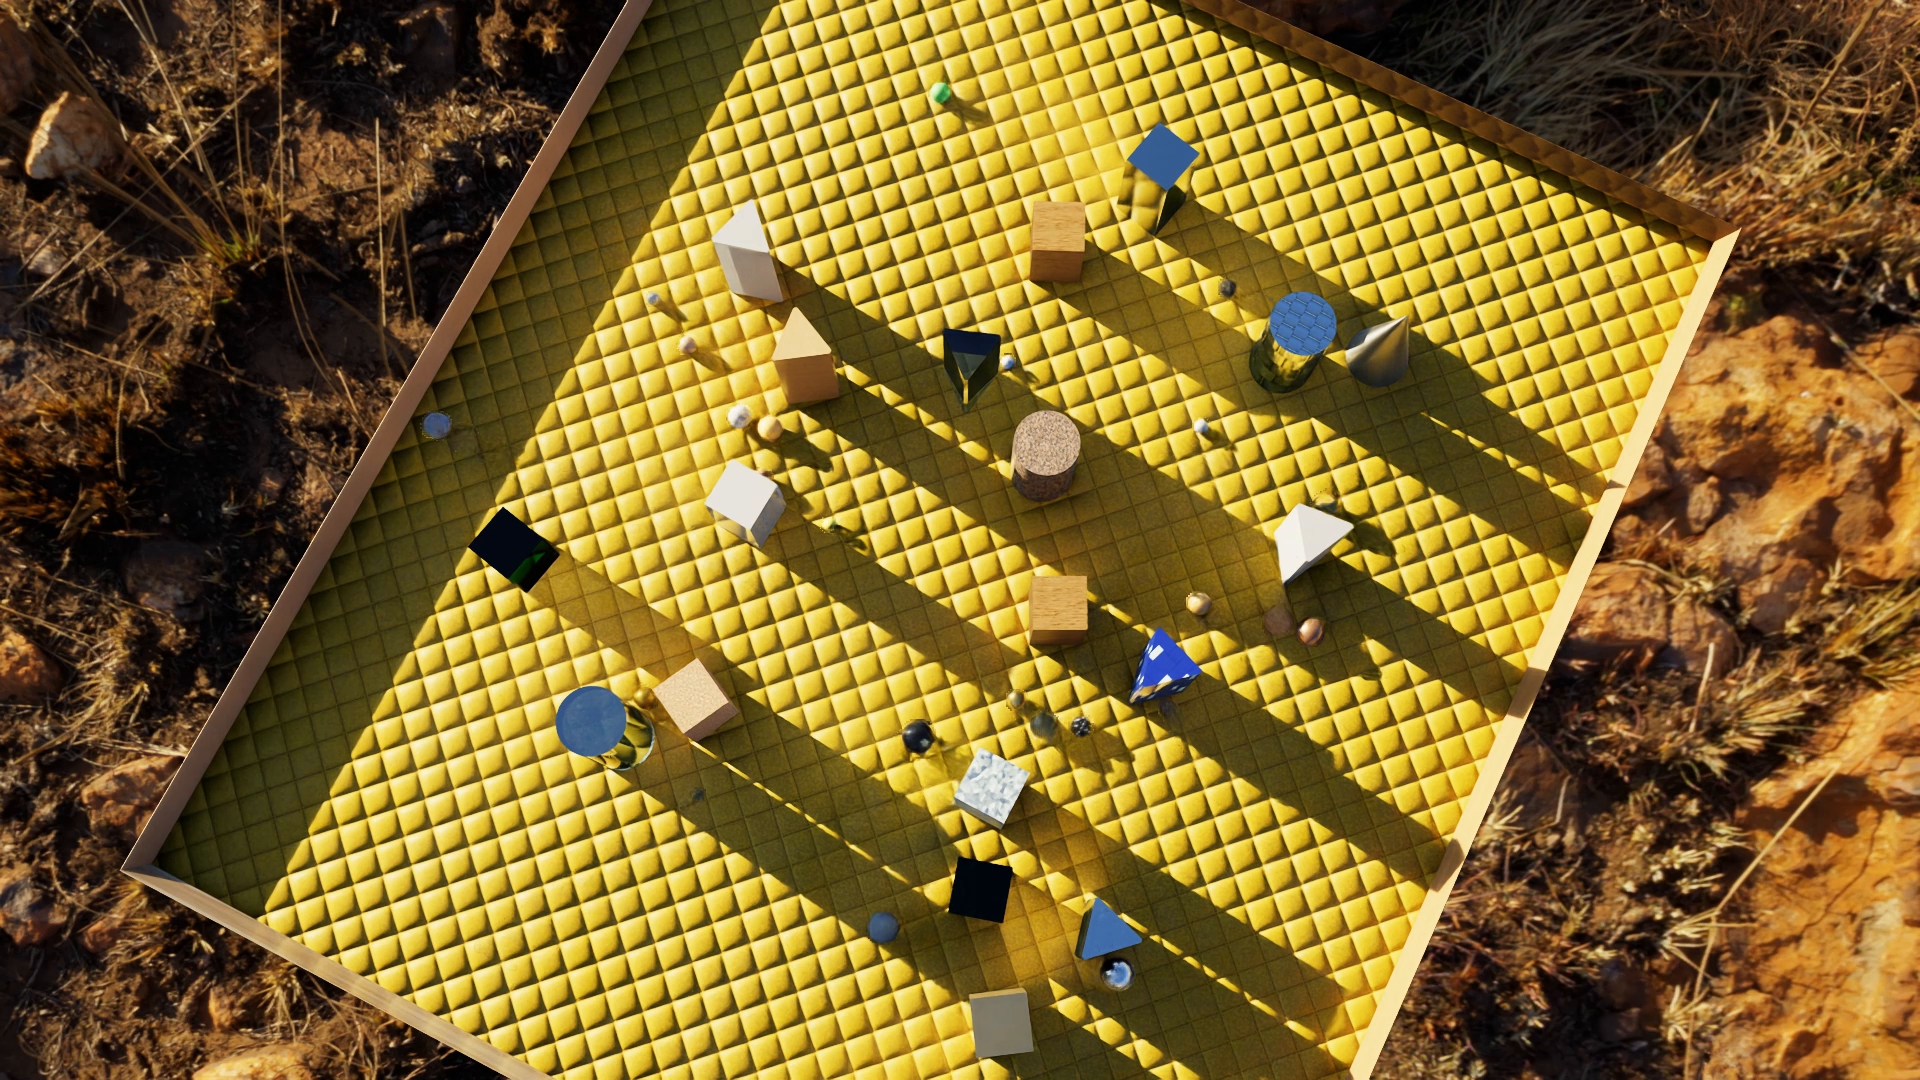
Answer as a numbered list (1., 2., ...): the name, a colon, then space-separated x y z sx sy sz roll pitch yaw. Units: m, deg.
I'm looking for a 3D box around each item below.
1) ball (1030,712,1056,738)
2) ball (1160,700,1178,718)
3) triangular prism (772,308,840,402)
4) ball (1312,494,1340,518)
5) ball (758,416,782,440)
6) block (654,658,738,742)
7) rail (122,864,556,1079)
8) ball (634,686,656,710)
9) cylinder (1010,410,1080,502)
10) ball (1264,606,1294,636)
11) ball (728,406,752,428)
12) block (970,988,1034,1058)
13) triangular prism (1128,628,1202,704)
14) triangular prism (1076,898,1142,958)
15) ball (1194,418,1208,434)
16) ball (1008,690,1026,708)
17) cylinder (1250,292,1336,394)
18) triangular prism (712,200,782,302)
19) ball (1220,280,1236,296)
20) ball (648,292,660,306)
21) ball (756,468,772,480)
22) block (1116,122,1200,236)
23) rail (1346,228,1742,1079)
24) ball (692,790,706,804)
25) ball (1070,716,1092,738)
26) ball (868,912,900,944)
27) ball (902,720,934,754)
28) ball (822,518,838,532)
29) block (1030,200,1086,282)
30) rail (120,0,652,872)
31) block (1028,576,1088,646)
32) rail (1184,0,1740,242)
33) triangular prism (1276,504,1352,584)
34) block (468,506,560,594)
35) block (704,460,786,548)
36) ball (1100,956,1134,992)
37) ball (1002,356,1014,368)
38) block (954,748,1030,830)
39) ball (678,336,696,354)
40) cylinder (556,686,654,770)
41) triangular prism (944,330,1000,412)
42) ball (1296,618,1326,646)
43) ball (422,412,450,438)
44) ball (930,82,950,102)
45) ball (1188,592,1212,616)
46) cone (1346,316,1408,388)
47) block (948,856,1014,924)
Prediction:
1. ball: 0.247 0.552 5.461 0.081 0.081 0.081 0 78 0
2. ball: 0.625 0.504 5.486 0.052 0.052 0.052 0 78 0
3. triangular prism: -0.466 -0.555 5.500 0.170 0.453 0.147 -8 78 -2
4. ball: 1.117 -0.101 5.594 0.085 0.085 0.085 0 78 0
5. ball: -0.586 -0.345 5.649 0.076 0.076 0.076 0 78 0
6. block: -0.773 0.473 5.381 0.157 0.269 0.157 -35 80 -7
7. rail: -0.867 1.704 5.198 3.462 0.127 0.045 26 80 5
8. ball: -0.941 0.473 5.484 0.067 0.067 0.067 0 78 0
9. cylinder: 0.253 -0.248 5.492 0.196 0.344 0.196 0 78 0
10. ball: 0.959 0.244 5.522 0.087 0.087 0.087 0 78 0
11. ball: -0.680 -0.380 5.659 0.072 0.072 0.072 0 78 0
12. block: 0.113 1.353 5.150 0.157 0.365 0.157 -6 78 -1
13. triangular prism: 0.572 0.360 5.318 0.170 0.440 0.147 -13 79 -3
14. triangular prism: 0.399 1.092 5.218 0.170 0.338 0.147 -16 79 -3
15. ball: 0.746 -0.352 5.666 0.045 0.045 0.045 0 78 0
16. ball: 0.170 0.478 5.489 0.056 0.056 0.056 0 78 0
17. cylinder: 1.002 -0.592 5.539 0.196 0.392 0.196 0 78 0
18. triangular prism: -0.625 -0.884 5.574 0.170 0.442 0.147 12 79 2
19. ball: 0.841 -0.791 5.753 0.053 0.053 0.053 0 78 0
20. ball: -0.961 -0.757 5.752 0.042 0.042 0.042 0 78 0
21. ball: -0.608 -0.188 5.624 0.062 0.062 0.062 0 78 0
22. block: 0.607 -1.107 5.654 0.157 0.376 0.157 39 81 7
23. rail: 1.527 0.755 5.394 0.045 0.127 3.924 26 80 5
24. ball: -0.777 0.761 5.438 0.041 0.041 0.041 0 78 0
25. ball: 0.362 0.557 5.469 0.064 0.064 0.064 0 78 0
26. ball: -0.222 1.129 5.337 0.090 0.090 0.090 0 78 0
27. ball: -0.125 0.587 5.445 0.098 0.098 0.098 0 78 0
28. ball: -0.398 -0.048 5.604 0.044 0.044 0.044 0 78 0
29. block: 0.299 -0.920 5.667 0.157 0.273 0.157 2 78 0
30. rail: -1.527 -0.741 5.704 0.045 0.127 3.924 26 80 5
31. block: 0.288 0.211 5.420 0.157 0.300 0.157 0 78 0
32. rail: 0.867 -1.691 5.900 3.462 0.127 0.045 26 80 5
33. triangular prism: 1.012 -0.008 5.424 0.170 0.381 0.147 -37 81 -7
34. block: -1.332 0.032 5.487 0.157 0.241 0.157 38 81 7
35. block: -0.640 -0.105 5.493 0.157 0.286 0.157 29 80 6
36. ball: 0.454 1.257 5.307 0.096 0.096 0.096 0 78 0
37. ball: 0.148 -0.554 5.710 0.041 0.041 0.041 0 78 0
38. block: 0.089 0.718 5.278 0.157 0.373 0.157 27 80 5
39. ball: -0.849 -0.608 5.715 0.054 0.054 0.054 0 78 0
40. cylinder: -1.014 0.545 5.264 0.196 0.469 0.196 0 78 0
41. triangular prism: 0.010 -0.539 5.544 0.147 0.360 0.170 36 81 7
42. ball: 1.056 0.274 5.517 0.084 0.084 0.084 0 78 0
43. ball: -1.613 -0.353 5.648 0.080 0.080 0.080 0 78 0
44. ball: -0.063 -1.437 5.881 0.064 0.064 0.064 0 78 0
45. ball: 0.725 0.194 5.540 0.071 0.071 0.071 0 78 0
46. cone: 1.306 -0.614 5.534 0.196 0.410 0.196 0 78 0
47. block: 0.058 1.006 5.258 0.157 0.295 0.157 11 79 2
